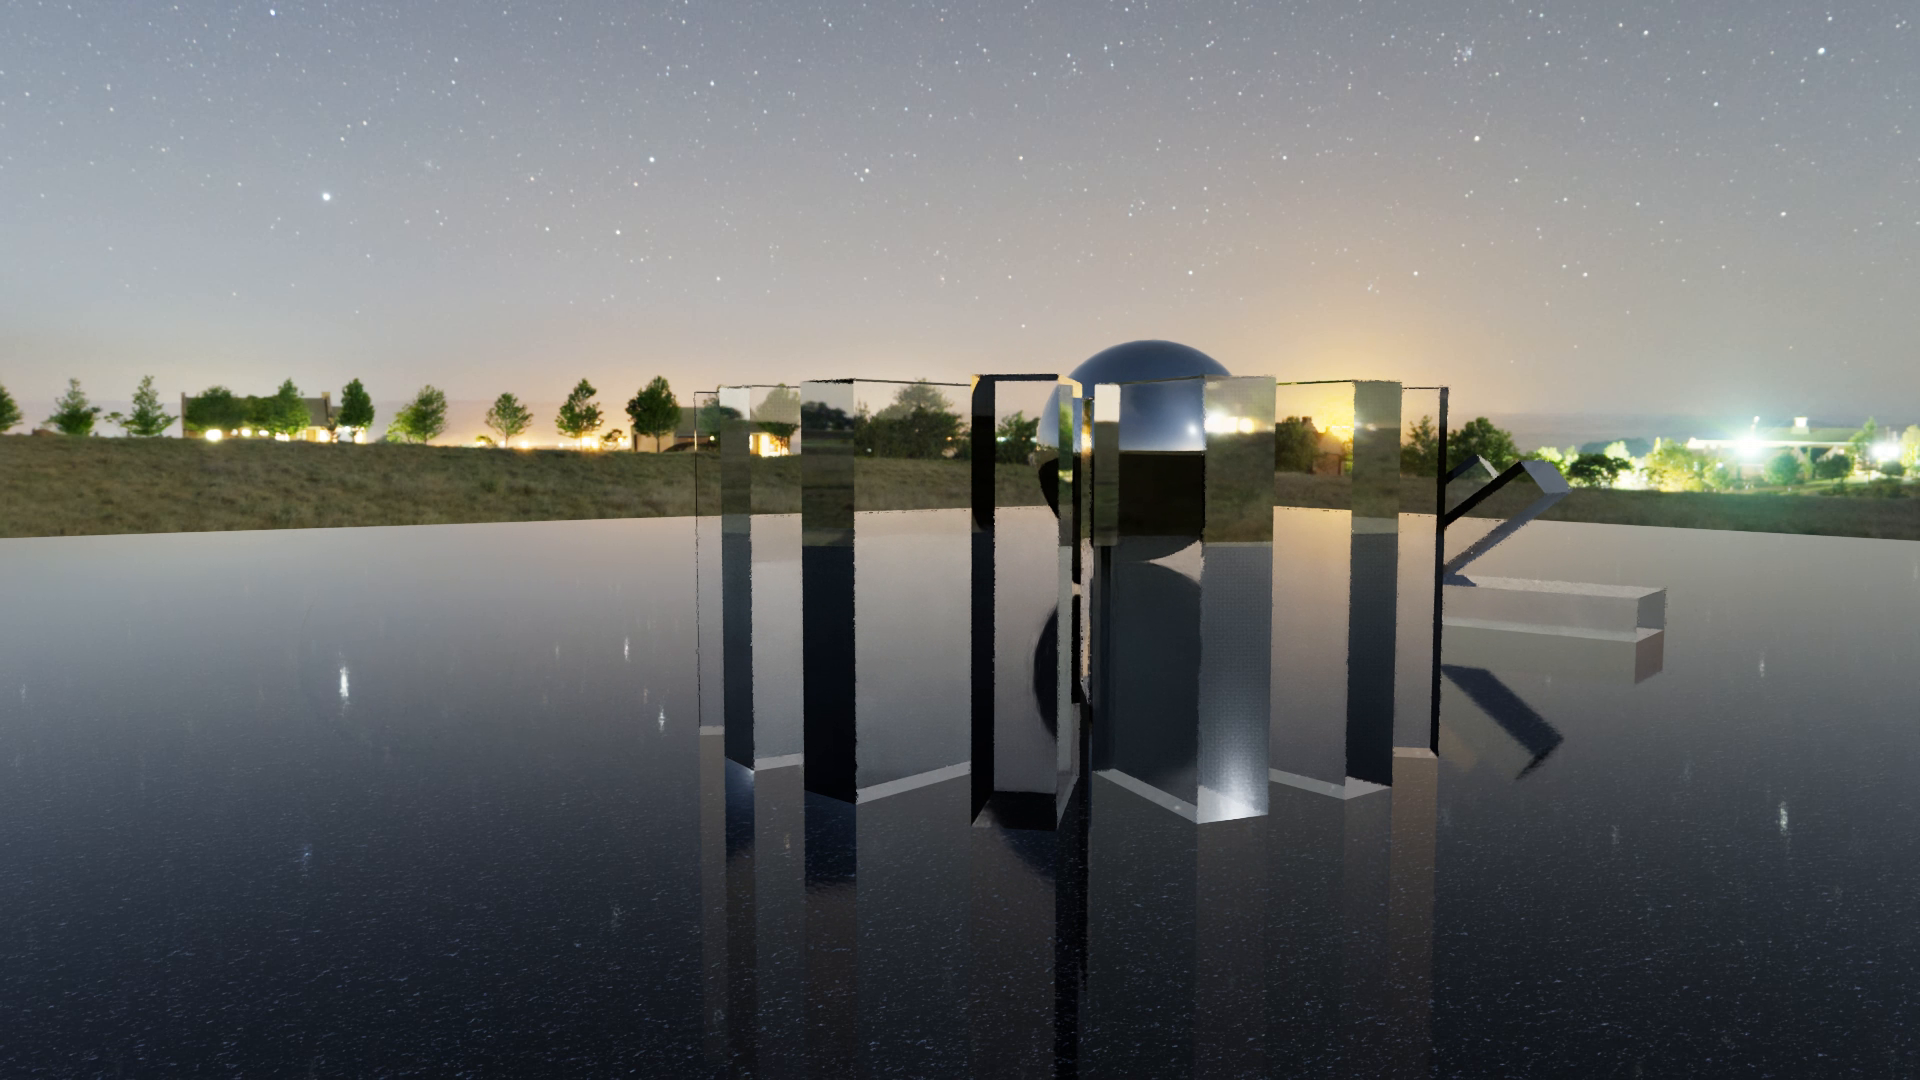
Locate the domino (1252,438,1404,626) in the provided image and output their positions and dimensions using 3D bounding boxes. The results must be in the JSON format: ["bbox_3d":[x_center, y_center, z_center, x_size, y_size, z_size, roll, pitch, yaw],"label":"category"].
[{"bbox_3d":[0.085,-0.001,0.294,0.025,0.050,0.010,3,46,30],"label":"domino"}]

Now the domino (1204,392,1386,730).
[{"bbox_3d":[0.051,0.003,0.197,0.025,0.050,0.009,-1,4,-18],"label":"domino"}]

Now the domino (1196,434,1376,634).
[{"bbox_3d":[0.073,-0.001,0.284,0.025,0.050,0.010,4,45,39],"label":"domino"}]

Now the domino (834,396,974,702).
[{"bbox_3d":[-0.010,0.001,0.222,0.009,0.050,0.025,-6,7,-38],"label":"domino"}]

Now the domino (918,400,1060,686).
[{"bbox_3d":[0.005,0.000,0.235,0.010,0.050,0.025,-7,8,-43],"label":"domino"}]

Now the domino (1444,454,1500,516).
[{"bbox_3d":[0.117,-0.003,0.334,0.050,0.010,0.025,-39,-19,23],"label":"domino"}]

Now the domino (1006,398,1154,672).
[{"bbox_3d":[0.023,-0.002,0.249,0.010,0.050,0.025,-13,11,-36],"label":"domino"}]

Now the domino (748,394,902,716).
[{"bbox_3d":[-0.022,0.002,0.210,0.025,0.050,0.010,3,5,35],"label":"domino"}]

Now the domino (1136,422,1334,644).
[{"bbox_3d":[0.059,-0.001,0.274,0.025,0.050,0.009,5,41,49],"label":"domino"}]

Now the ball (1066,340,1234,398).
[{"bbox_3d":[0.069,-0.032,0.466,0.080,0.080,0.080,0,4,0],"label":"ball"}]

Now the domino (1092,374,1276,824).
[{"bbox_3d":[0.026,0.006,0.155,0.010,0.050,0.025,-2,5,-22],"label":"domino"}]

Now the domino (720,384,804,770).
[{"bbox_3d":[-0.019,0.004,0.176,0.025,0.050,0.010,-3,5,-34],"label":"domino"}]

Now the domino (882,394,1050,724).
[{"bbox_3d":[0.001,0.003,0.198,0.025,0.050,0.009,1,6,7],"label":"domino"}]

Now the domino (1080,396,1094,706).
[{"bbox_3d":[0.026,0.001,0.219,0.010,0.050,0.025,0,4,1],"label":"domino"}]

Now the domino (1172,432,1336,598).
[{"bbox_3d":[0.081,-0.007,0.355,0.009,0.050,0.025,43,25,23],"label":"domino"}]

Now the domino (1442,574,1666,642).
[{"bbox_3d":[0.134,0.015,0.301,0.050,0.010,0.025,4,6,41],"label":"domino"}]

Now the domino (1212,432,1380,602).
[{"bbox_3d":[0.091,-0.006,0.348,0.009,0.050,0.025,43,25,23],"label":"domino"}]

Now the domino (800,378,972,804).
[{"bbox_3d":[-0.007,0.005,0.162,0.010,0.050,0.025,4,6,43],"label":"domino"}]

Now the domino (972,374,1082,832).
[{"bbox_3d":[0.008,0.006,0.152,0.009,0.050,0.025,1,4,11],"label":"domino"}]

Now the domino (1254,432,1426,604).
[{"bbox_3d":[0.101,-0.006,0.342,0.010,0.050,0.025,43,25,23],"label":"domino"}]

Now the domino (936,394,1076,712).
[{"bbox_3d":[0.007,0.001,0.215,0.009,0.050,0.025,-5,6,-31],"label":"domino"}]

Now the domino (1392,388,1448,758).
[{"bbox_3d":[0.053,0.004,0.179,0.025,0.050,0.010,1,4,10],"label":"domino"}]

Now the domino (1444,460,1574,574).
[{"bbox_3d":[0.126,-0.001,0.321,0.025,0.009,0.050,-5,-32,-50],"label":"domino"}]

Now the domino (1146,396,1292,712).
[{"bbox_3d":[0.043,0.002,0.213,0.025,0.050,0.010,-4,6,-39],"label":"domino"}]

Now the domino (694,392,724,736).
[{"bbox_3d":[-0.027,0.003,0.193,0.025,0.050,0.010,-1,4,-10],"label":"domino"}]

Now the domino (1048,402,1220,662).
[{"bbox_3d":[0.035,-0.002,0.256,0.010,0.050,0.025,-24,17,-33],"label":"domino"}]

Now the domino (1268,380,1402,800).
[{"bbox_3d":[0.042,0.005,0.164,0.010,0.050,0.025,-3,5,-37],"label":"domino"}]

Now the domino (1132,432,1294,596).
[{"bbox_3d":[0.071,-0.007,0.361,0.010,0.050,0.025,43,25,23],"label":"domino"}]

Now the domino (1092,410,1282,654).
[{"bbox_3d":[0.047,-0.002,0.265,0.010,0.050,0.025,-35,24,-31],"label":"domino"}]

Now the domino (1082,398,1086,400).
[{"bbox_3d":[0.014,-0.001,0.244,0.009,0.050,0.025,-13,11,-36],"label":"domino"}]
